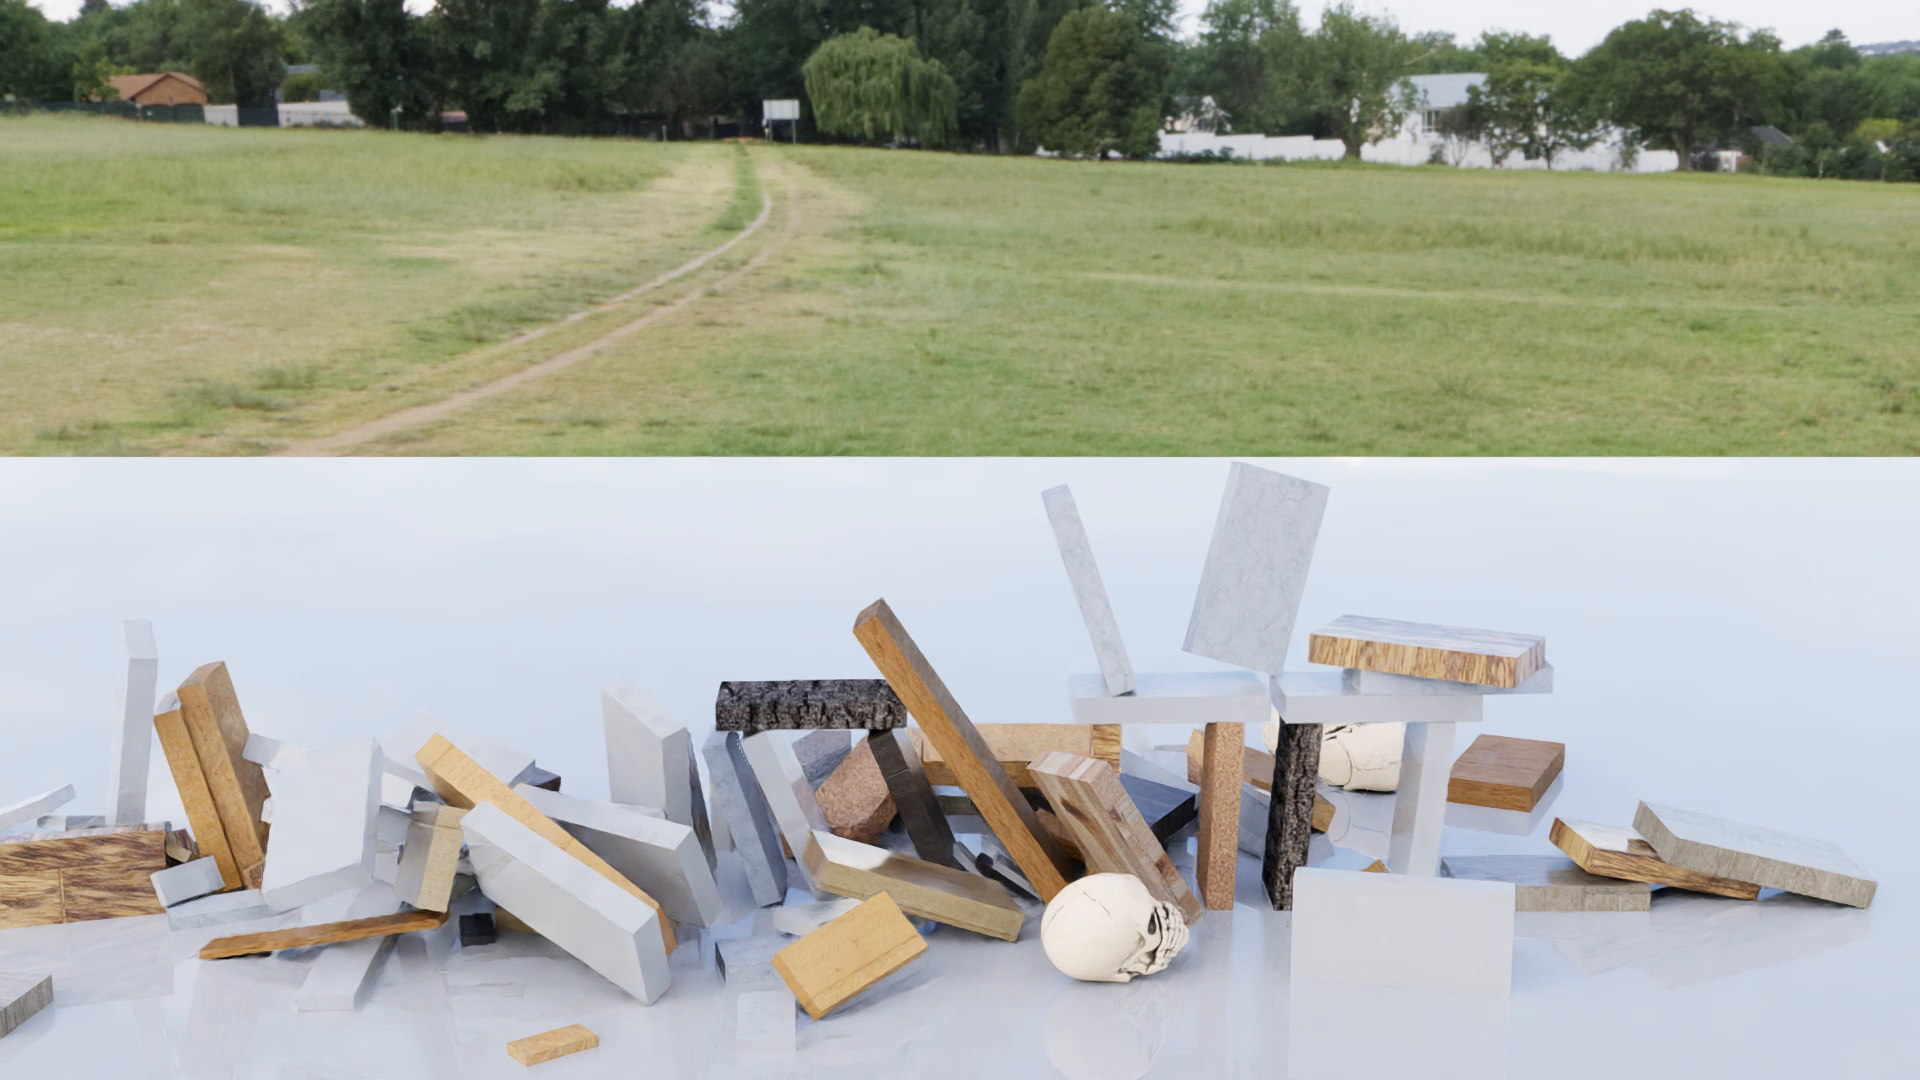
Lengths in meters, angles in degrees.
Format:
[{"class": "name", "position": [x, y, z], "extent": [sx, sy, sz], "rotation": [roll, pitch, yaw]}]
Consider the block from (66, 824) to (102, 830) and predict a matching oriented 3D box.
[{"class": "block", "position": [-1.523, 0.515, 3.856], "extent": [0.056, 0.016, 0.112], "rotation": [20, -21, -37]}]

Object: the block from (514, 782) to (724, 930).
[{"class": "block", "position": [-0.548, 0.495, 3.458], "extent": [0.350, 0.175, 0.050], "rotation": [9, 42, 30]}]

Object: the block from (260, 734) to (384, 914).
[{"class": "block", "position": [-0.967, 0.427, 3.351], "extent": [0.155, 0.044, 0.310], "rotation": [-18, 34, 0]}]

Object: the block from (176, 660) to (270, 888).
[{"class": "block", "position": [-1.231, 0.395, 3.733], "extent": [0.045, 0.359, 0.160], "rotation": [-16, 12, -3]}]

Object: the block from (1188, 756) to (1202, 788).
[{"class": "block", "position": [0.494, 0.463, 4.150], "extent": [0.106, 0.030, 0.212], "rotation": [21, 6, -18]}]

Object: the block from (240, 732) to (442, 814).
[{"class": "block", "position": [-1.042, 0.408, 3.748], "extent": [0.320, 0.045, 0.160], "rotation": [14, -14, 15]}]

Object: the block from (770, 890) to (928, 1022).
[{"class": "block", "position": [-0.160, 0.606, 3.217], "extent": [0.215, 0.030, 0.108], "rotation": [-24, 66, -40]}]

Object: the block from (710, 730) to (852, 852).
[{"class": "block", "position": [-0.327, 0.441, 4.094], "extent": [0.039, 0.137, 0.486], "rotation": [4, 11, 23]}]

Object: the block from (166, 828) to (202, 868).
[{"class": "block", "position": [-1.332, 0.540, 3.766], "extent": [0.054, 0.015, 0.108], "rotation": [-10, 41, -42]}]

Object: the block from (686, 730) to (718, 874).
[{"class": "block", "position": [-0.460, 0.457, 3.700], "extent": [0.035, 0.244, 0.122], "rotation": [-9, 12, 7]}]

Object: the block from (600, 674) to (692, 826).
[{"class": "block", "position": [-0.497, 0.393, 3.516], "extent": [0.047, 0.329, 0.165], "rotation": [-26, 44, -33]}]

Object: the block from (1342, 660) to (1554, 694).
[{"class": "block", "position": [0.794, 0.212, 3.590], "extent": [0.309, 0.044, 0.154], "rotation": [0, 11, -1]}]

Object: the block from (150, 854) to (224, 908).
[{"class": "block", "position": [-1.256, 0.555, 3.577], "extent": [0.016, 0.056, 0.112], "rotation": [-29, -9, 34]}]

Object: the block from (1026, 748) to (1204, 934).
[{"class": "block", "position": [0.244, 0.472, 3.452], "extent": [0.046, 0.322, 0.161], "rotation": [-44, 25, -24]}]

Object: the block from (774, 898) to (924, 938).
[{"class": "block", "position": [-0.172, 0.588, 3.424], "extent": [0.215, 0.030, 0.108], "rotation": [1, 4, -43]}]

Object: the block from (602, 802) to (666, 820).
[{"class": "block", "position": [-0.517, 0.475, 3.526], "extent": [0.028, 0.098, 0.196], "rotation": [-30, 14, -33]}]

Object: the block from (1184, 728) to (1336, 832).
[{"class": "block", "position": [0.560, 0.448, 4.132], "extent": [0.174, 0.049, 0.347], "rotation": [20, 6, -15]}]

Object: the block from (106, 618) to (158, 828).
[{"class": "block", "position": [-1.370, 0.348, 3.632], "extent": [0.044, 0.407, 0.155], "rotation": [3, 21, -26]}]

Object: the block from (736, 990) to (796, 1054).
[{"class": "block", "position": [-0.274, 0.682, 3.112], "extent": [0.082, 0.023, 0.165], "rotation": [-1, 11, -4]}]

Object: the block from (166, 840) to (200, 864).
[{"class": "block", "position": [-1.298, 0.528, 3.670], "extent": [0.072, 0.020, 0.143], "rotation": [24, -18, 6]}]

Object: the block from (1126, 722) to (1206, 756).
[{"class": "block", "position": [0.453, 0.402, 4.559], "extent": [0.160, 0.045, 0.320], "rotation": [-1, 11, -5]}]

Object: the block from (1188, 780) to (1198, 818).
[{"class": "block", "position": [0.328, 0.488, 4.116], "extent": [0.259, 0.037, 0.130], "rotation": [-2, 11, -9]}]

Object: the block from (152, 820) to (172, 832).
[{"class": "block", "position": [-1.435, 0.516, 3.867], "extent": [0.072, 0.020, 0.143], "rotation": [-5, -10, -30]}]

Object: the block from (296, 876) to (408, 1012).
[{"class": "block", "position": [-0.935, 0.621, 3.438], "extent": [0.082, 0.023, 0.533], "rotation": [-1, 11, -4]}]

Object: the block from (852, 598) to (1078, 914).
[{"class": "block", "position": [0.011, 0.350, 3.606], "extent": [0.047, 0.566, 0.165], "rotation": [-34, 7, 6]}]

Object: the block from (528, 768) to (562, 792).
[{"class": "block", "position": [-0.827, 0.395, 3.736], "extent": [0.275, 0.035, 0.122], "rotation": [14, 15, 25]}]

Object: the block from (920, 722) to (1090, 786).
[{"class": "block", "position": [0.105, 0.389, 3.989], "extent": [0.347, 0.049, 0.174], "rotation": [1, 18, -3]}]

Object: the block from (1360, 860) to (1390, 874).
[{"class": "block", "position": [0.602, 0.562, 3.359], "extent": [0.023, 0.082, 0.165], "rotation": [-20, -17, -50]}]

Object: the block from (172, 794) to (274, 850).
[{"class": "block", "position": [-1.323, 0.517, 3.956], "extent": [0.137, 0.039, 0.275], "rotation": [-1, 11, -3]}]

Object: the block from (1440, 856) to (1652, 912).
[{"class": "block", "position": [0.969, 0.570, 3.656], "extent": [0.309, 0.044, 0.154], "rotation": [0, 11, 0]}]

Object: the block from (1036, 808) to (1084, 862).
[{"class": "block", "position": [0.203, 0.520, 3.774], "extent": [0.166, 0.023, 0.082], "rotation": [26, 15, -2]}]

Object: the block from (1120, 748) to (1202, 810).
[{"class": "block", "position": [0.331, 0.457, 4.022], "extent": [0.212, 0.030, 0.106], "rotation": [24, 55, 38]}]

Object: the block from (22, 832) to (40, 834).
[{"class": "block", "position": [-1.522, 0.551, 3.770], "extent": [0.284, 0.040, 0.142], "rotation": [3, 11, 14]}]

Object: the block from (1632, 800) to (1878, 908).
[{"class": "block", "position": [1.316, 0.521, 3.650], "extent": [0.352, 0.048, 0.168], "rotation": [13, 13, -7]}]

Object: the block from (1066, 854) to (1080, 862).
[{"class": "block", "position": [0.136, 0.496, 3.961], "extent": [0.130, 0.037, 0.316], "rotation": [-2, 18, -12]}]

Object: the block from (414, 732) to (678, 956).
[{"class": "block", "position": [-0.629, 0.472, 3.347], "extent": [0.458, 0.175, 0.050], "rotation": [33, 67, 19]}]

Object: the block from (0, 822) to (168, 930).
[{"class": "block", "position": [-1.512, 0.546, 3.516], "extent": [0.459, 0.142, 0.040], "rotation": [-3, 11, -17]}]

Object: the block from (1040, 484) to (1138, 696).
[{"class": "block", "position": [0.209, 0.078, 3.572], "extent": [0.046, 0.325, 0.161], "rotation": [-19, 10, 2]}]

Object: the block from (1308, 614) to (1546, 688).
[{"class": "block", "position": [0.749, 0.176, 3.532], "extent": [0.337, 0.048, 0.168], "rotation": [6, 12, 29]}]

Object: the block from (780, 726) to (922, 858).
[{"class": "block", "position": [-0.171, 0.459, 4.090], "extent": [0.160, 0.045, 0.561], "rotation": [-9, 11, 15]}]
